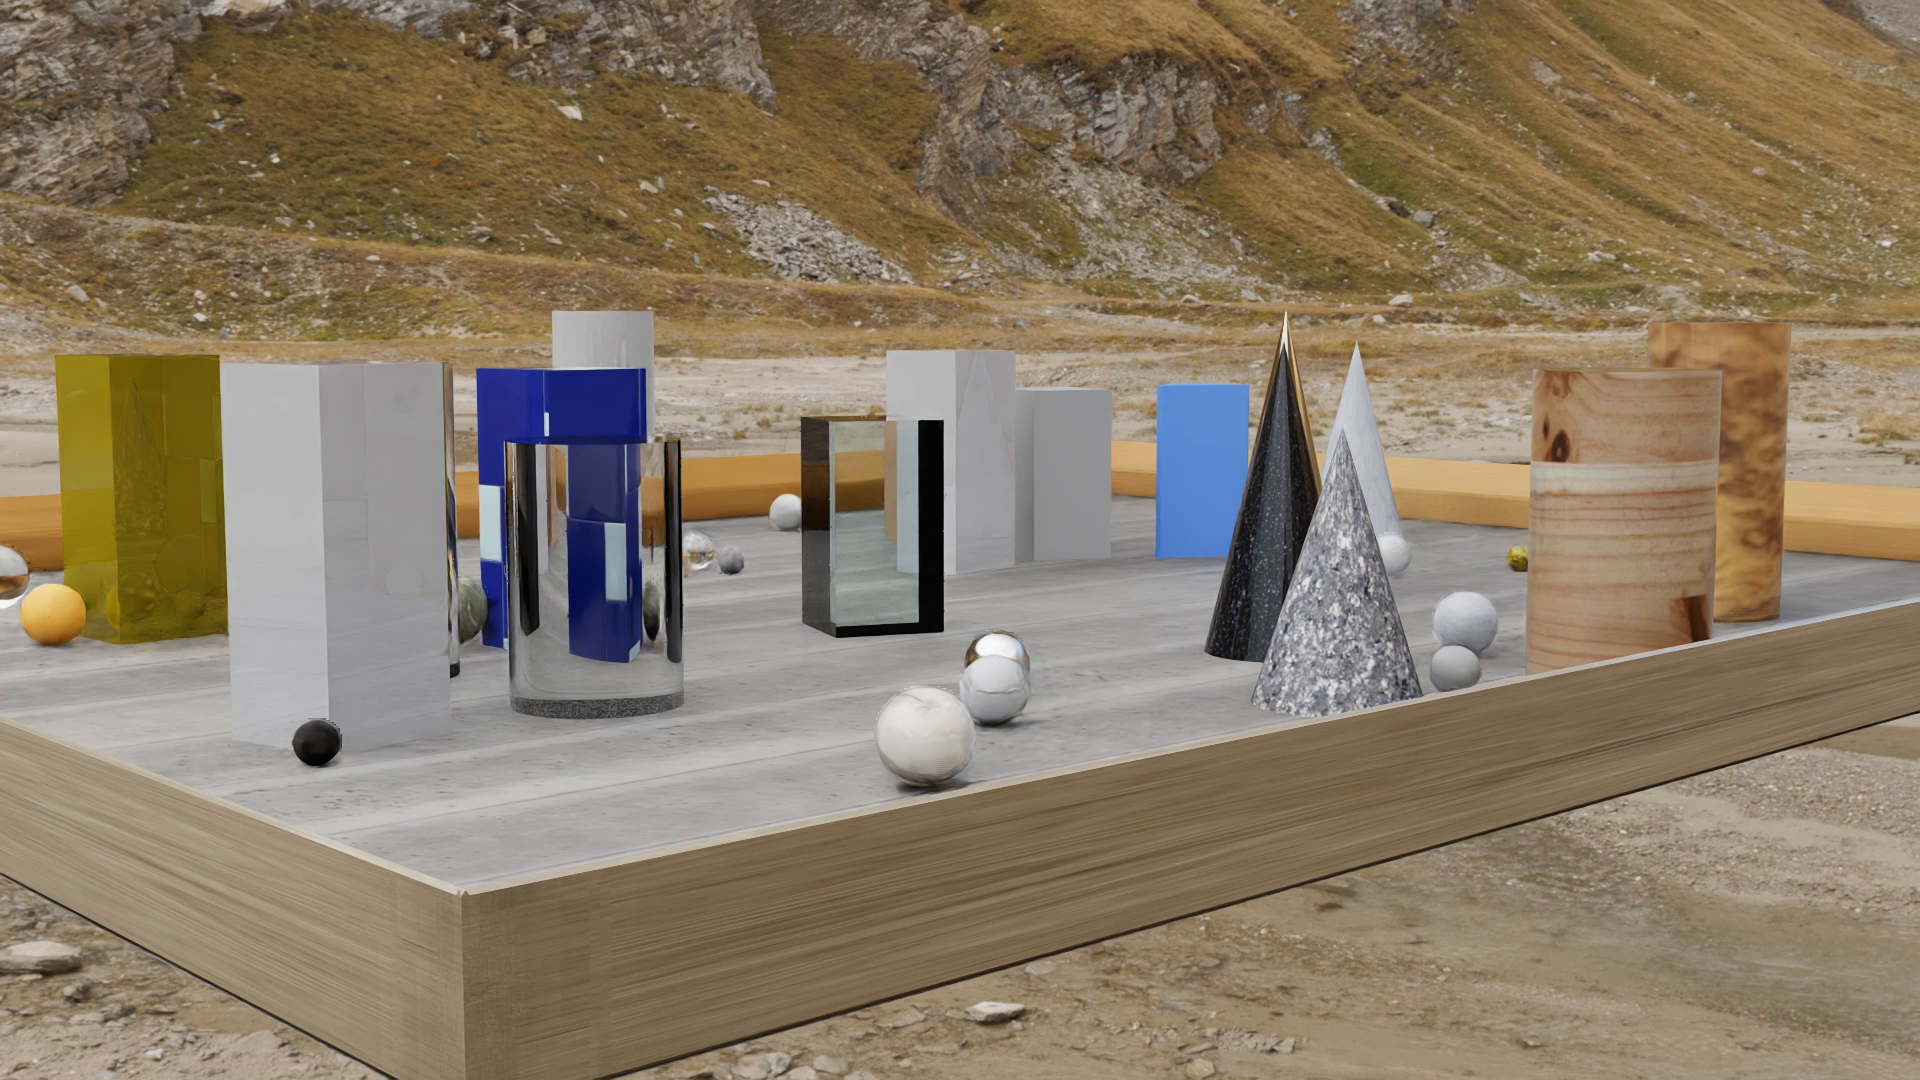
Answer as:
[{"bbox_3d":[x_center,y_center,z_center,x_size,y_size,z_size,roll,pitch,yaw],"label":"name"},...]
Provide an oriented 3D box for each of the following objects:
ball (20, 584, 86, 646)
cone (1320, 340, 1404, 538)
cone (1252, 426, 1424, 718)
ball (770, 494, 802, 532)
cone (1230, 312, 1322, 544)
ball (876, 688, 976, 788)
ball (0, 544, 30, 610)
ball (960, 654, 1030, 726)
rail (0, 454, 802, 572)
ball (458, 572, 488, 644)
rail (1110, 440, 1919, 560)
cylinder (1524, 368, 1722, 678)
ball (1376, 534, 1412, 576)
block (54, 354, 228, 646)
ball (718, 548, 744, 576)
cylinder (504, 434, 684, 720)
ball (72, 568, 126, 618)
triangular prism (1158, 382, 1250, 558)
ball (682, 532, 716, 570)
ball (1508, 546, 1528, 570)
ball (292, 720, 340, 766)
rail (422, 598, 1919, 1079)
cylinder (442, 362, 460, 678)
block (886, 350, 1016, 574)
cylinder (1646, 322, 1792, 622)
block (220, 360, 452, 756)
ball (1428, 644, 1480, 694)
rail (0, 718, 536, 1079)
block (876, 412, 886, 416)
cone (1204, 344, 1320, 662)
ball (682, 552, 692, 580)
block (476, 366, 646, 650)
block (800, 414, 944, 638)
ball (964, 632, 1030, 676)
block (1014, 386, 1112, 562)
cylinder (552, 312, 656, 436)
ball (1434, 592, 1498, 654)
[{"bbox_3d":[-1.209,0.099,2.931,0.083,0.083,0.083,0,6,0],"label":"ball"},{"bbox_3d":[0.690,-0.152,3.842,0.197,0.392,0.197,0,6,0],"label":"cone"},{"bbox_3d":[0.430,0.029,2.485,0.197,0.315,0.197,0,6,0],"label":"cone"},{"bbox_3d":[-0.347,-0.055,4.443,0.075,0.075,0.075,0,6,0],"label":"ball"},{"bbox_3d":[0.506,-0.137,3.433,0.197,0.447,0.197,0,6,0],"label":"cone"},{"bbox_3d":[-0.032,0.185,2.058,0.094,0.094,0.094,0,6,0],"label":"ball"},{"bbox_3d":[-1.438,0.055,3.273,0.098,0.098,0.098,0,6,0],"label":"ball"},{"bbox_3d":[0.037,0.161,2.367,0.076,0.076,0.076,0,6,0],"label":"ball"},{"bbox_3d":[-0.925,-0.071,4.329,3.300,0.128,0.045,-5,8,-42],"label":"rail"},{"bbox_3d":[-0.671,0.090,2.894,0.098,0.098,0.098,0,6,0],"label":"ball"},{"bbox_3d":[1.195,-0.081,4.429,0.045,0.128,2.774,-5,8,-42],"label":"rail"},{"bbox_3d":[0.723,0.004,2.405,0.197,0.380,0.197,0,6,0],"label":"cylinder"},{"bbox_3d":[0.721,0.026,3.685,0.071,0.071,0.071,0,6,0],"label":"ball"},{"bbox_3d":[-1.123,-0.062,3.022,0.157,0.384,0.157,6,8,43],"label":"block"},{"bbox_3d":[-0.386,0.037,3.706,0.045,0.045,0.045,0,6,0],"label":"ball"},{"bbox_3d":[-0.412,0.036,2.483,0.197,0.300,0.197,0,6,0],"label":"cylinder"},{"bbox_3d":[-1.250,0.077,3.193,0.072,0.072,0.072,0,6,0],"label":"ball"},{"bbox_3d":[0.424,-0.132,4.045,0.170,0.310,0.147,-1,6,-12],"label":"triangular prism"},{"bbox_3d":[-0.454,0.019,3.783,0.064,0.064,0.064,0,6,0],"label":"ball"},{"bbox_3d":[0.960,0.032,3.766,0.042,0.042,0.042,0,6,0],"label":"ball"},{"bbox_3d":[-0.631,0.199,2.157,0.045,0.045,0.045,0,6,0],"label":"ball"},{"bbox_3d":[0.925,0.137,2.335,3.300,0.128,0.045,-5,8,-42],"label":"rail"},{"bbox_3d":[-0.713,-0.024,2.675,0.197,0.381,0.197,0,6,0],"label":"cylinder"},{"bbox_3d":[-0.016,-0.139,3.800,0.157,0.375,0.157,5,8,40],"label":"block"},{"bbox_3d":[1.104,-0.104,3.219,0.197,0.427,0.197,0,6,0],"label":"cylinder"},{"bbox_3d":[-0.648,0.011,2.288,0.157,0.391,0.157,4,7,35],"label":"block"},{"bbox_3d":[0.564,0.149,2.506,0.058,0.058,0.058,0,6,0],"label":"ball"},{"bbox_3d":[-1.195,0.148,2.235,0.045,0.128,2.774,-5,8,-42],"label":"rail"},{"bbox_3d":[-0.062,-0.126,4.305,0.157,0.245,0.157,-3,7,-25],"label":"block"},{"bbox_3d":[0.418,-0.056,2.858,0.197,0.405,0.197,0,6,0],"label":"cone"},{"bbox_3d":[-0.467,0.043,3.613,0.052,0.052,0.052,0,6,0],"label":"ball"},{"bbox_3d":[-0.526,-0.043,2.920,0.157,0.368,0.157,6,8,43],"label":"block"},{"bbox_3d":[-0.124,-0.023,3.081,0.157,0.295,0.157,-2,6,-21],"label":"block"},{"bbox_3d":[0.043,0.144,2.529,0.077,0.077,0.077,0,6,0],"label":"ball"},{"bbox_3d":[0.167,-0.124,4.001,0.157,0.303,0.157,-3,7,-26],"label":"block"},{"bbox_3d":[-0.699,-0.228,4.324,0.197,0.443,0.197,0,6,0],"label":"cylinder"},{"bbox_3d":[0.655,0.107,2.849,0.083,0.083,0.083,0,6,0],"label":"ball"}]
